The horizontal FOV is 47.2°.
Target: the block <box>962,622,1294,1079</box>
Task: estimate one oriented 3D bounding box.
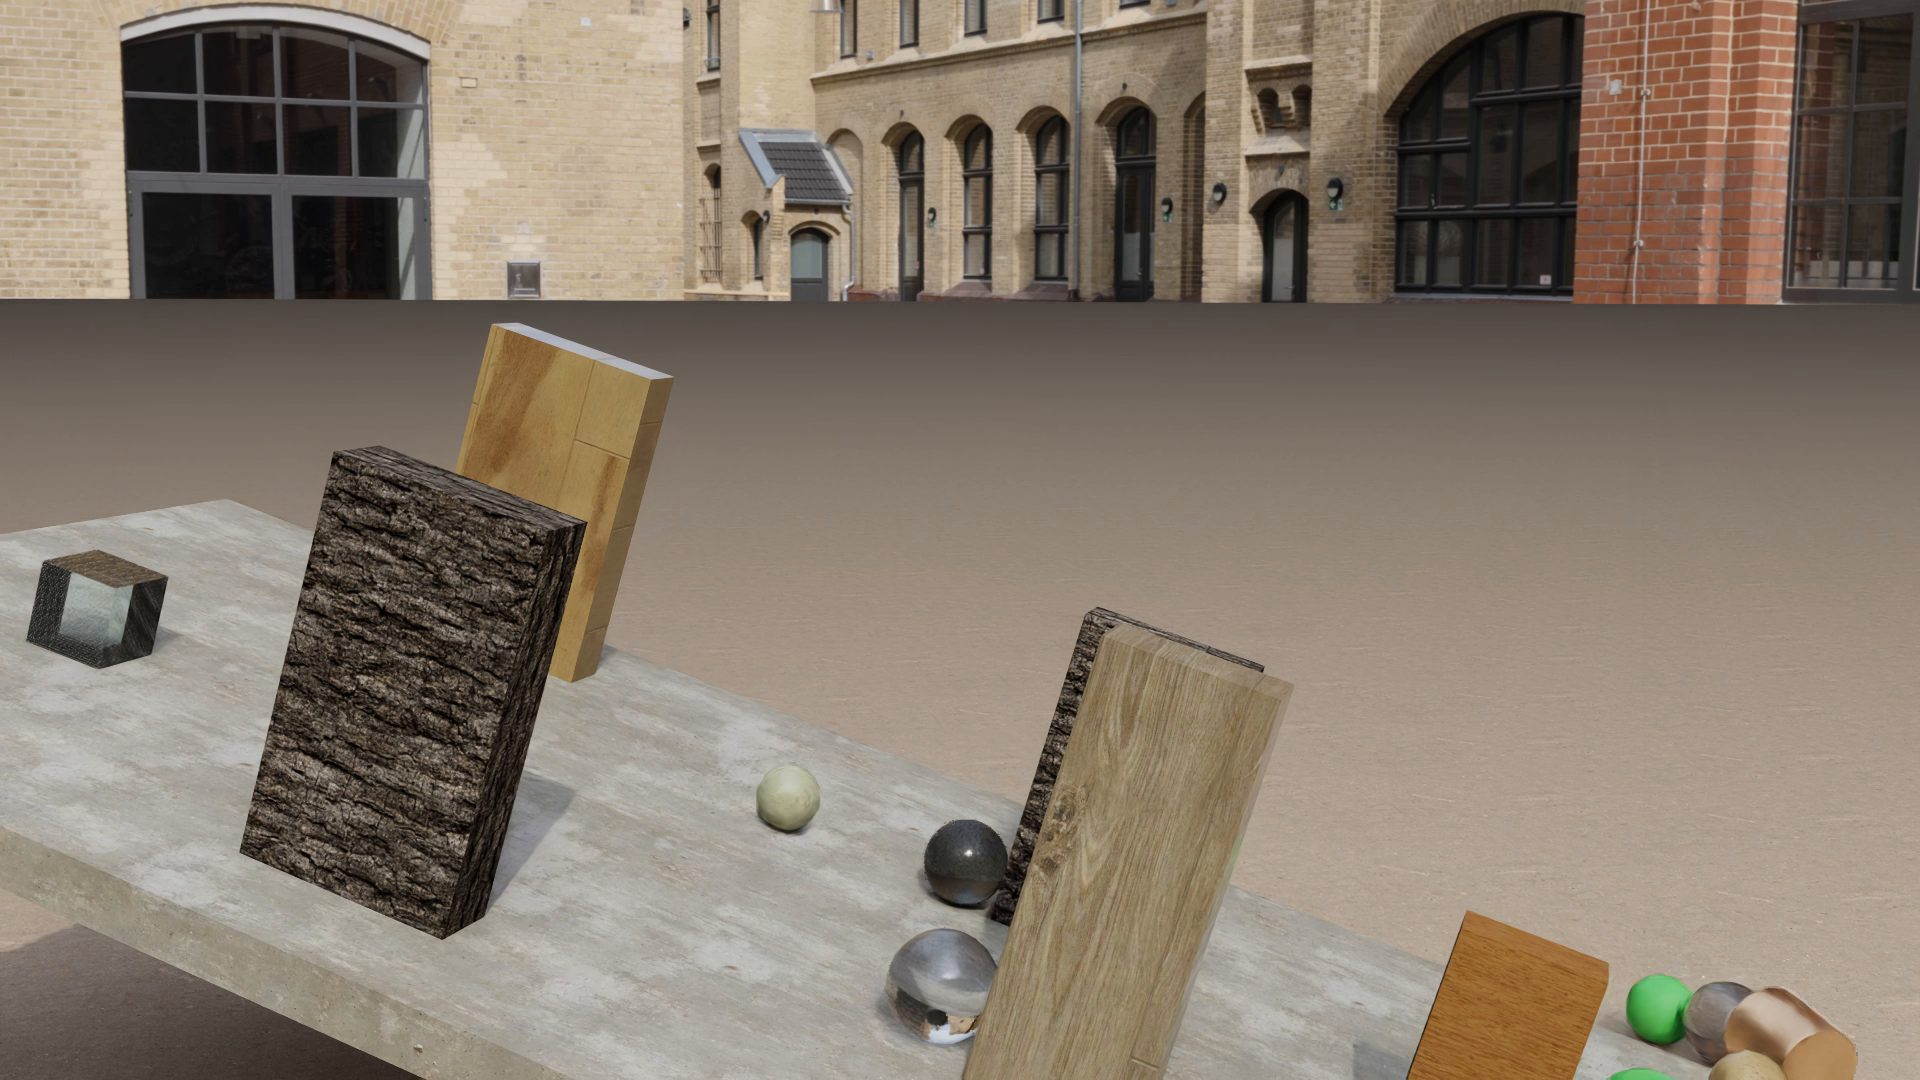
[{"bbox_3d":[0.270,0.561,3.572,0.299,0.788,0.137,20,12,14],"label":"block"}]

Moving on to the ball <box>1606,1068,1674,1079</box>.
[{"bbox_3d":[1.250,1.069,4.021,0.202,0.202,0.202,0,7,0],"label":"ball"}]

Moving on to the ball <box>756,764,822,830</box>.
[{"bbox_3d":[-0.351,0.526,4.503,0.133,0.133,0.133,0,7,0],"label":"ball"}]

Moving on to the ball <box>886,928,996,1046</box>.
[{"bbox_3d":[-0.029,0.756,3.723,0.194,0.194,0.194,0,7,0],"label":"ball"}]

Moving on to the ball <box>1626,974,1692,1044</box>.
[{"bbox_3d":[1.690,1.131,5.301,0.164,0.164,0.164,0,7,0],"label":"ball"}]

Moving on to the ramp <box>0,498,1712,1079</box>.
[{"bbox_3d":[-0.366,0.703,4.232,4.000,0.100,2.000,20,12,14],"label":"ramp"}]

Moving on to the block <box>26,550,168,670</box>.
[{"bbox_3d":[-1.706,0.135,4.353,0.168,0.168,0.168,19,12,12],"label":"block"}]

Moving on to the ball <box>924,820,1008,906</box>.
[{"bbox_3d":[0.012,0.641,4.380,0.169,0.169,0.169,0,7,0],"label":"ball"}]

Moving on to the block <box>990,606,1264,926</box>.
[{"bbox_3d":[0.324,0.497,4.298,0.347,0.648,0.103,20,12,14],"label":"block"}]

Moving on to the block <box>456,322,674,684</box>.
[{"bbox_3d":[-0.956,-0.088,5.056,0.410,0.727,0.124,20,12,14],"label":"block"}]

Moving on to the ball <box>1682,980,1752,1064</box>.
[{"bbox_3d":[1.796,1.133,5.156,0.195,0.195,0.195,0,7,0],"label":"ball"}]

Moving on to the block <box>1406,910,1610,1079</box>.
[{"bbox_3d":[0.908,0.894,3.751,0.250,0.448,0.113,20,12,14],"label":"block"}]

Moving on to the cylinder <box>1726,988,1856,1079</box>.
[{"bbox_3d":[1.862,1.140,4.935,0.198,0.198,0.198,-2,18,-16],"label":"cylinder"}]

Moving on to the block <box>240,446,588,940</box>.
[{"bbox_3d":[-0.902,0.246,3.612,0.395,0.706,0.137,20,12,14],"label":"block"}]

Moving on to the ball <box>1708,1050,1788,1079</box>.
[{"bbox_3d":[1.586,1.108,4.423,0.158,0.158,0.158,0,7,0],"label":"ball"}]
